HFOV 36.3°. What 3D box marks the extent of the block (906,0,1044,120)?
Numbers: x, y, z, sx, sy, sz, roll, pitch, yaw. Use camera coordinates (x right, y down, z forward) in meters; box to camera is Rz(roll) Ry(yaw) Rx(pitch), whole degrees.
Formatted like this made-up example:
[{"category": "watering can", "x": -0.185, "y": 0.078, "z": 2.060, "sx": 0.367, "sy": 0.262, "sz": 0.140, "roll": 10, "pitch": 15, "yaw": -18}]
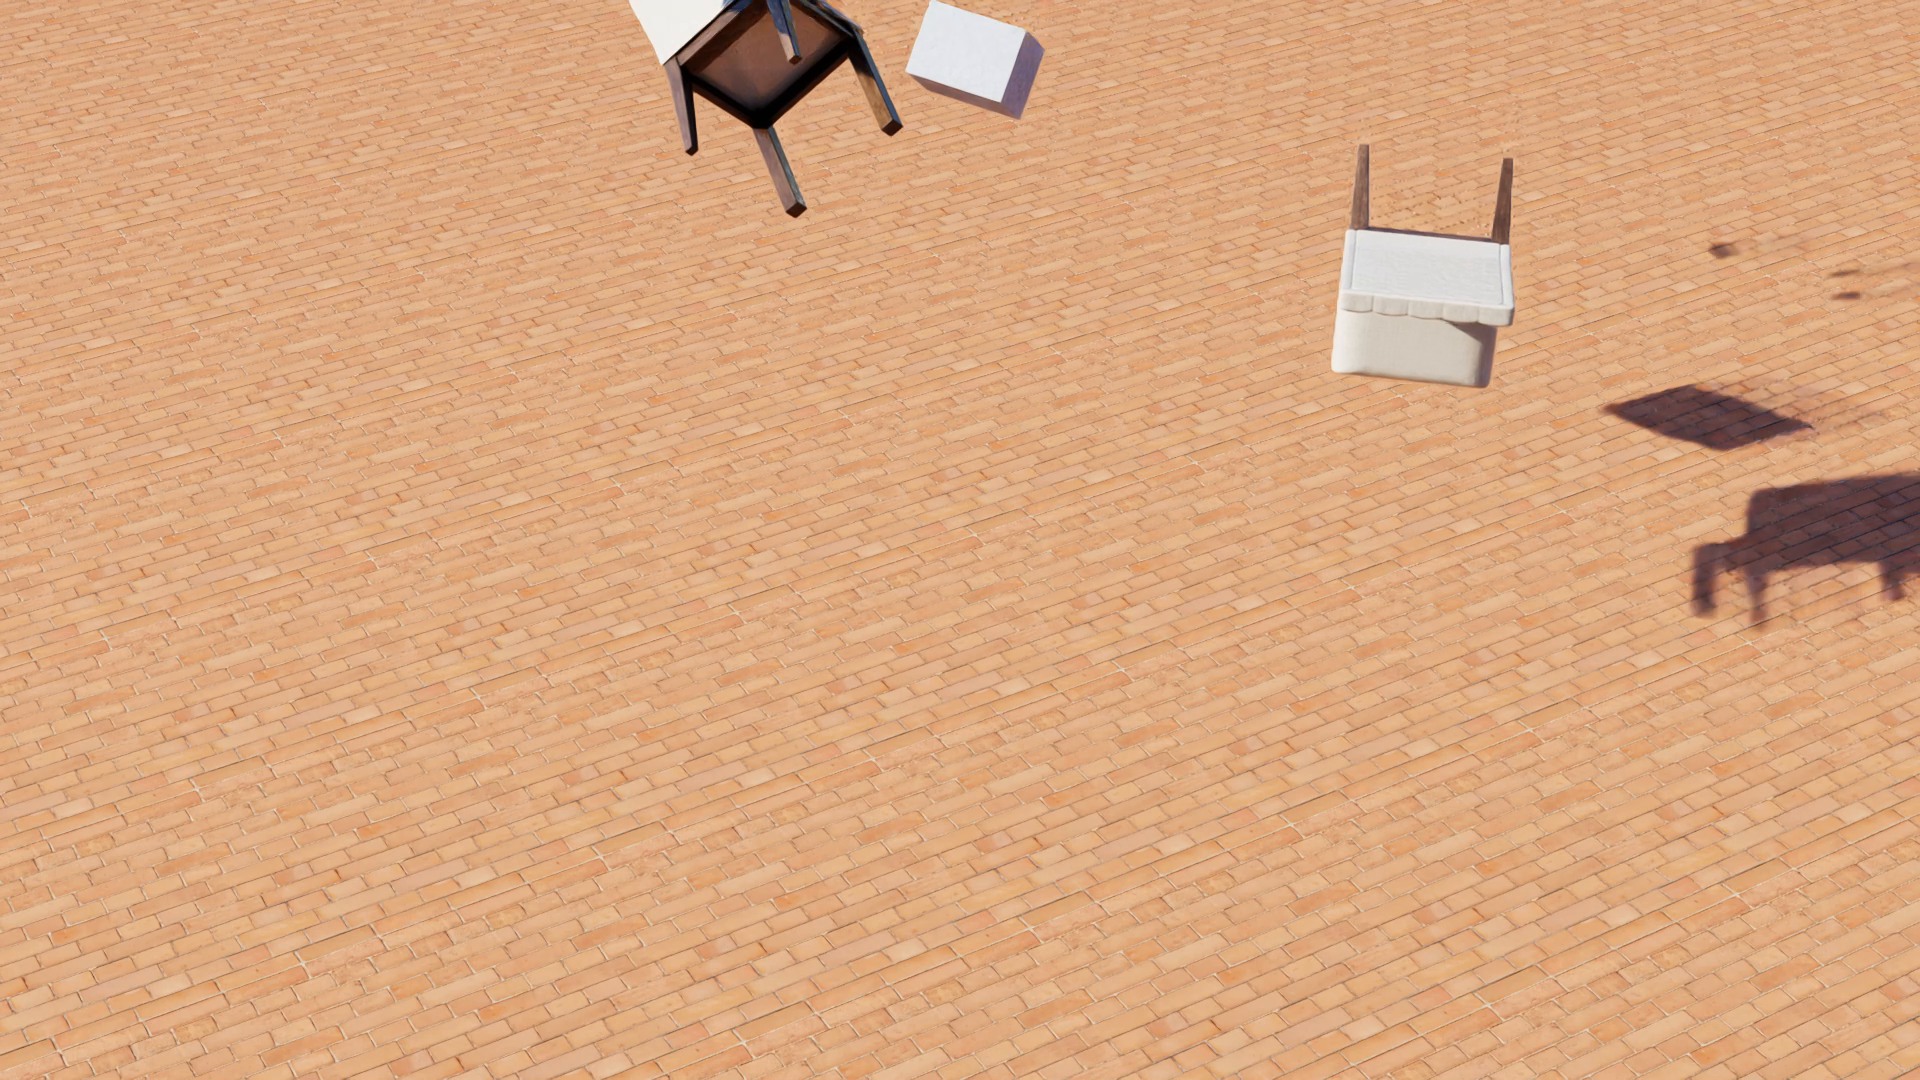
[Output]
[{"category": "block", "x": 0.054, "y": -1.648, "z": 10.080, "sx": 0.354, "sy": 0.259, "sz": 0.311, "roll": 20, "pitch": 2, "yaw": 14}]
